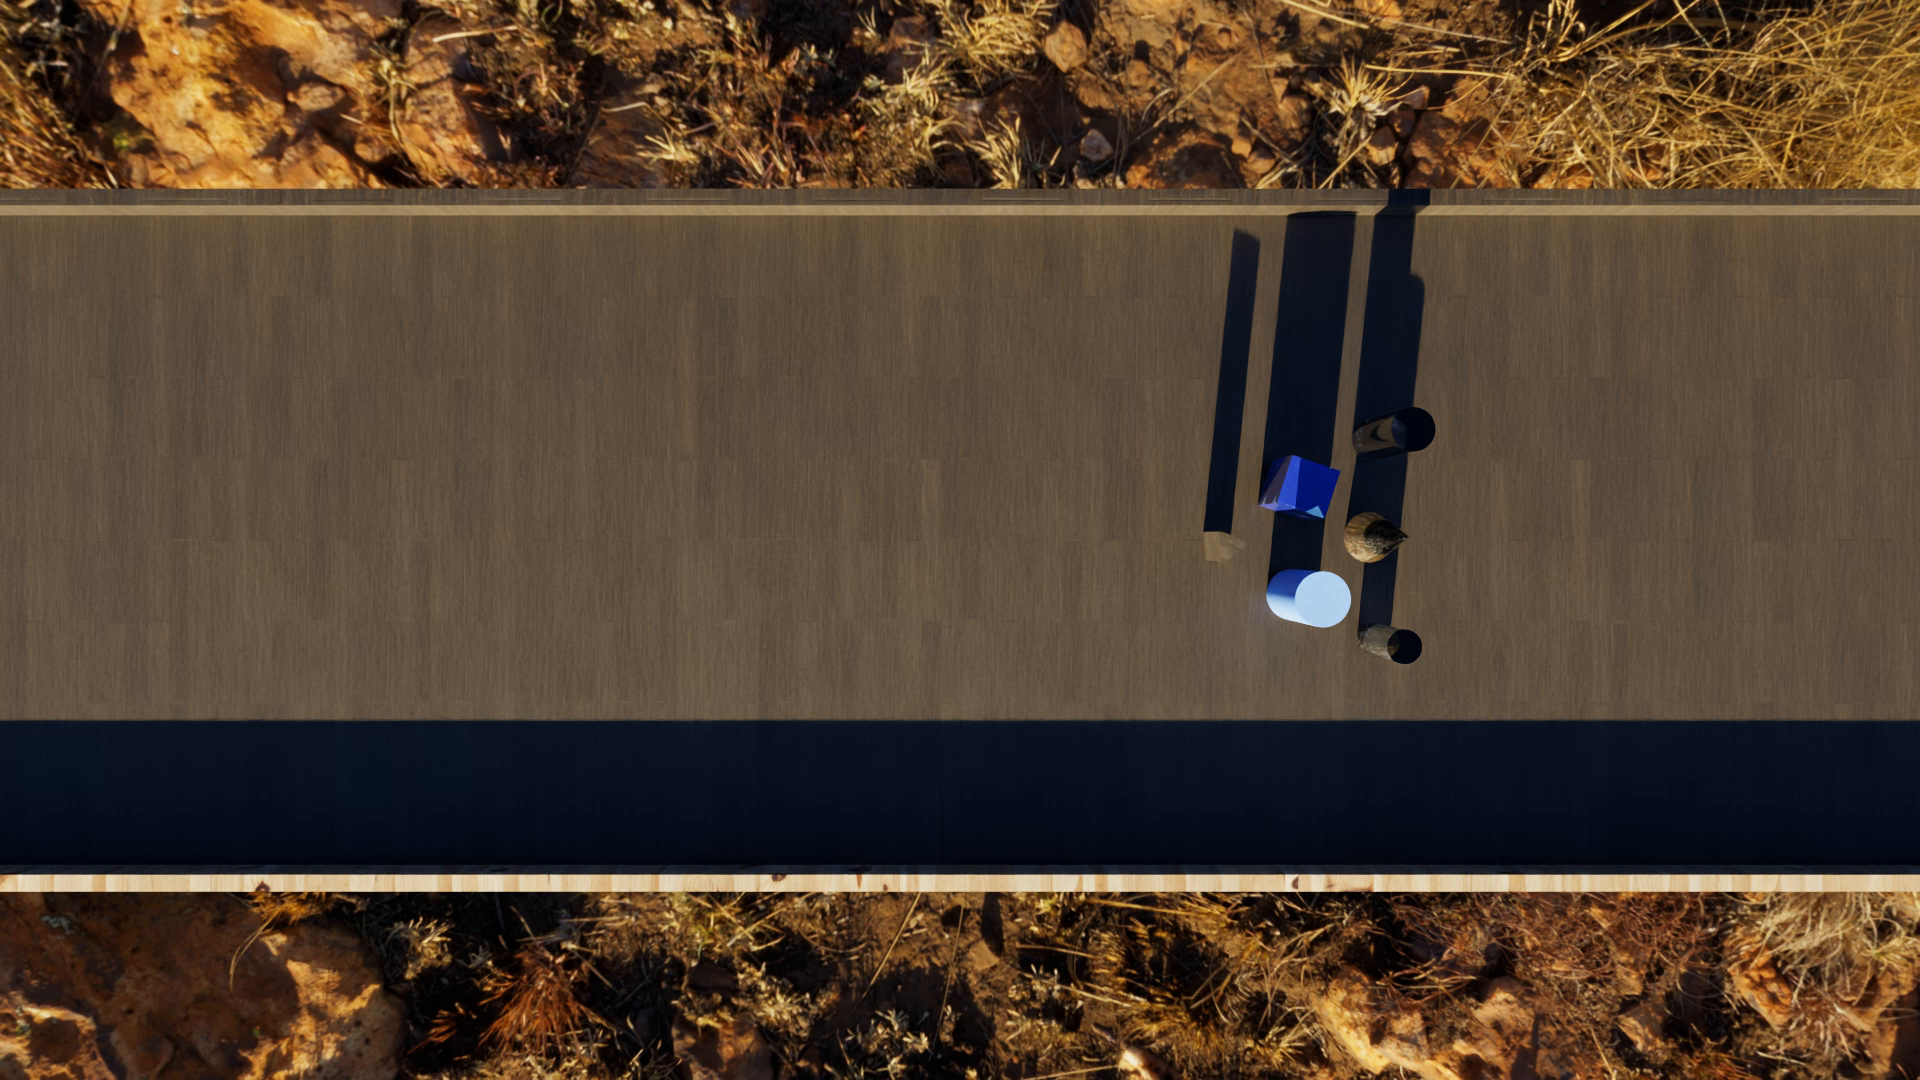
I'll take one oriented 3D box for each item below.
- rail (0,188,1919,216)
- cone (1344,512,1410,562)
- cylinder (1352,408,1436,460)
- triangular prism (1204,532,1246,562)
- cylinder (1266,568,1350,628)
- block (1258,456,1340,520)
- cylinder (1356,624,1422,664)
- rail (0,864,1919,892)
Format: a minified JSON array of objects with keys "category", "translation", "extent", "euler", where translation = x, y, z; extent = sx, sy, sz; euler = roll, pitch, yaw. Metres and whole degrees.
[{"category":"rail","translation":[-2.247,-1.025,5.002],"extent":[12.000,0.150,0.050],"euler":[0,90,0]},{"category":"cone","translation":[1.260,-0.008,4.847],"extent":[0.156,0.459,0.156],"euler":[0,90,0]},{"category":"cylinder","translation":[1.269,-0.310,4.848],"extent":[0.126,0.458,0.126],"euler":[0,90,0]},{"category":"triangular prism","translation":[0.772,0.006,4.920],"extent":[0.089,0.313,0.077],"euler":[-35,90,0]},{"category":"cylinder","translation":[1.022,0.167,4.860],"extent":[0.158,0.434,0.158],"euler":[0,90,0]},{"category":"block","translation":[1.008,-0.154,4.923],"extent":[0.146,0.307,0.146],"euler":[18,90,0]},{"category":"cylinder","translation":[1.271,0.306,4.896],"extent":[0.100,0.361,0.100],"euler":[0,90,0]},{"category":"rail","translation":[-2.247,1.025,5.001],"extent":[12.000,0.150,0.050],"euler":[0,90,0]}]
